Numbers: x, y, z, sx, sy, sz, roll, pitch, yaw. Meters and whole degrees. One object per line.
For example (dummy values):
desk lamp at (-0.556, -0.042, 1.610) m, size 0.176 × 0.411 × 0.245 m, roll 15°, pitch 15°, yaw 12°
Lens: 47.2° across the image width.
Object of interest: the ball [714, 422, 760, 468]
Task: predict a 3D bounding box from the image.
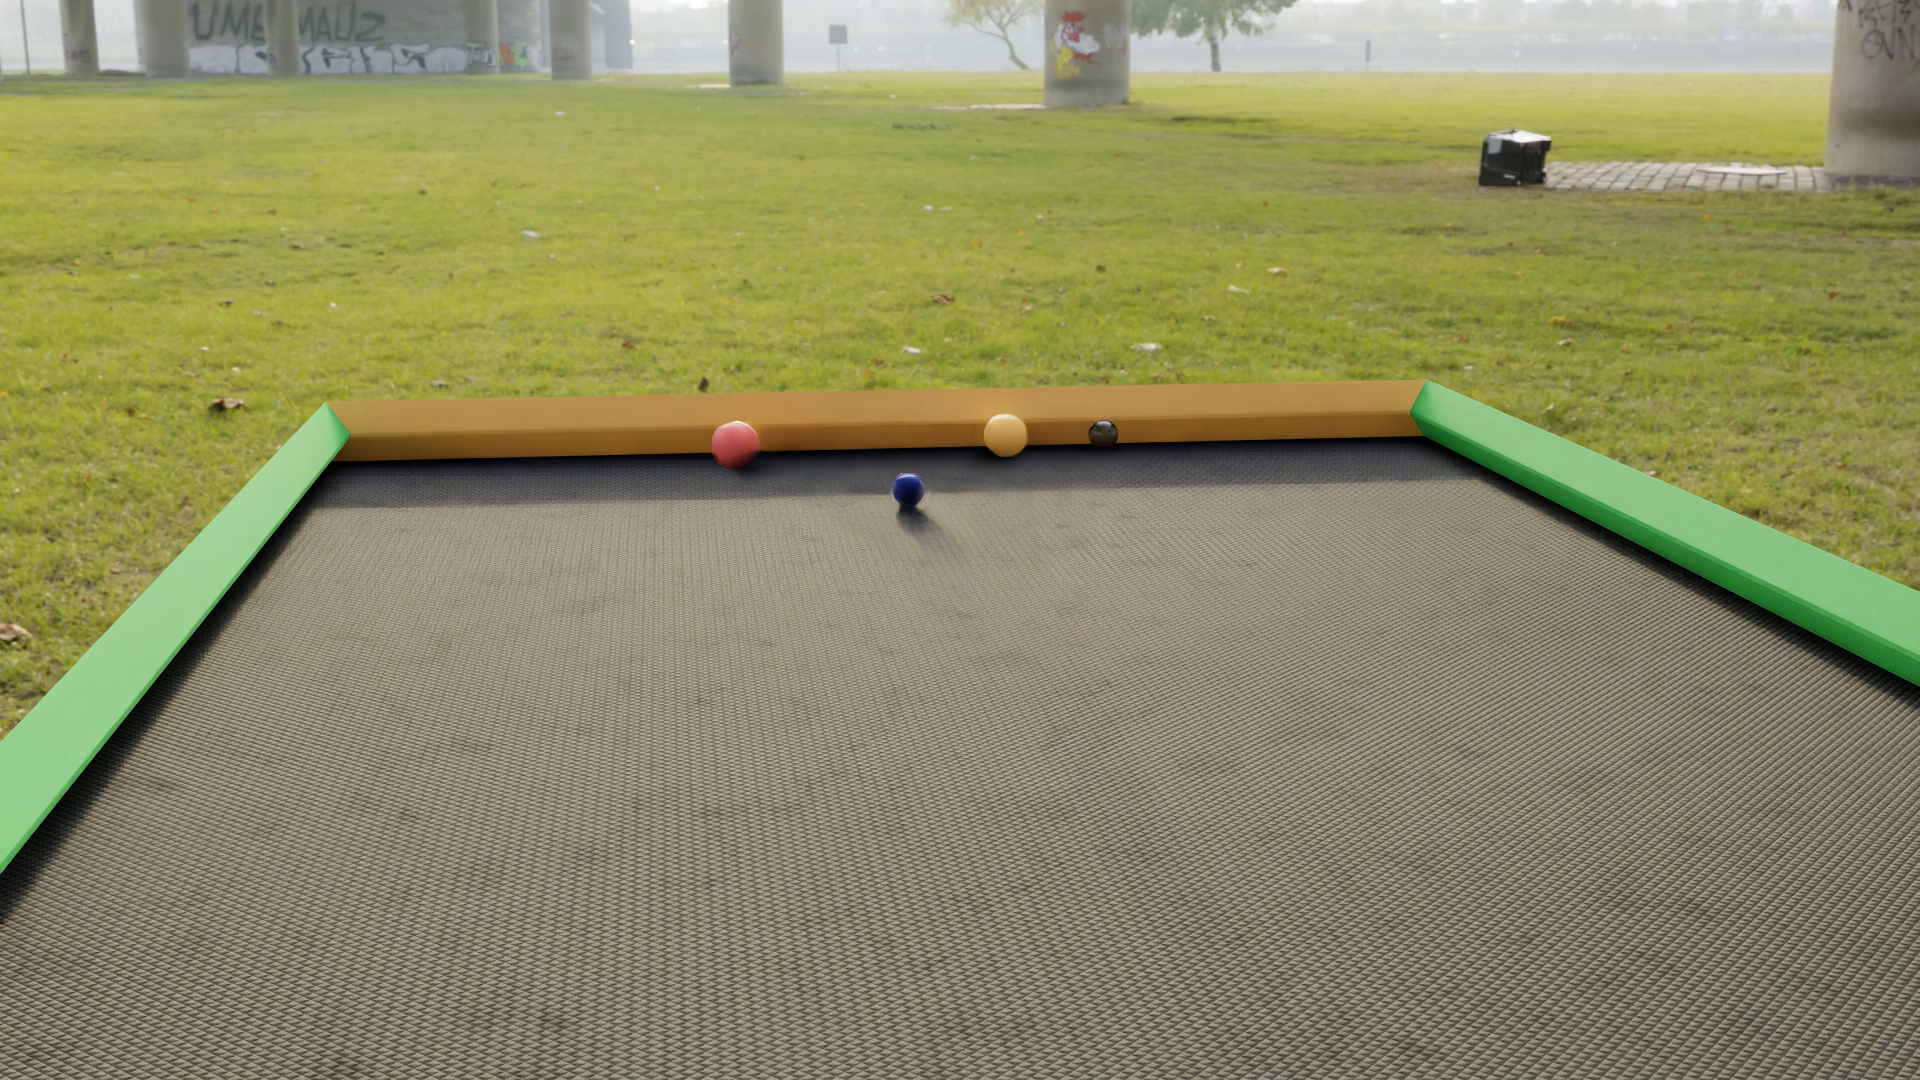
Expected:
ball at (-0.374, -0.159, 3.680) m, size 0.078 × 0.078 × 0.078 m, roll 0°, pitch 13°, yaw 0°

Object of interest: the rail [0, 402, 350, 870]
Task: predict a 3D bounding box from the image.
rail at (-0.821, 0.196, 2.031) m, size 0.045 × 0.102 × 3.529 m, roll -2°, pitch 13°, yaw -7°

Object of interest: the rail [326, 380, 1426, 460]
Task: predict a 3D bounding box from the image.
rail at (-0.113, -0.207, 3.836) m, size 1.938 × 0.102 × 0.045 m, roll -2°, pitch 13°, yaw -7°

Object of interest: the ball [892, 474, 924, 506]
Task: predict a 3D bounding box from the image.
ball at (-0.079, -0.076, 3.373) m, size 0.049 × 0.049 × 0.049 m, roll 0°, pitch 13°, yaw 0°

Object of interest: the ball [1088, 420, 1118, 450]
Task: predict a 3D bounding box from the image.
ball at (0.251, -0.184, 3.853) m, size 0.052 × 0.052 × 0.052 m, roll 0°, pitch 13°, yaw 0°

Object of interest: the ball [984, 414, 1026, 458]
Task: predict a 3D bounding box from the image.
ball at (0.078, -0.180, 3.780) m, size 0.074 × 0.074 × 0.074 m, roll 0°, pitch 13°, yaw 0°

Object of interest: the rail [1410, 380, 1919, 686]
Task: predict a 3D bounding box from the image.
rail at (1.053, 0.141, 2.274) m, size 0.045 × 0.102 × 3.529 m, roll -2°, pitch 13°, yaw -7°
